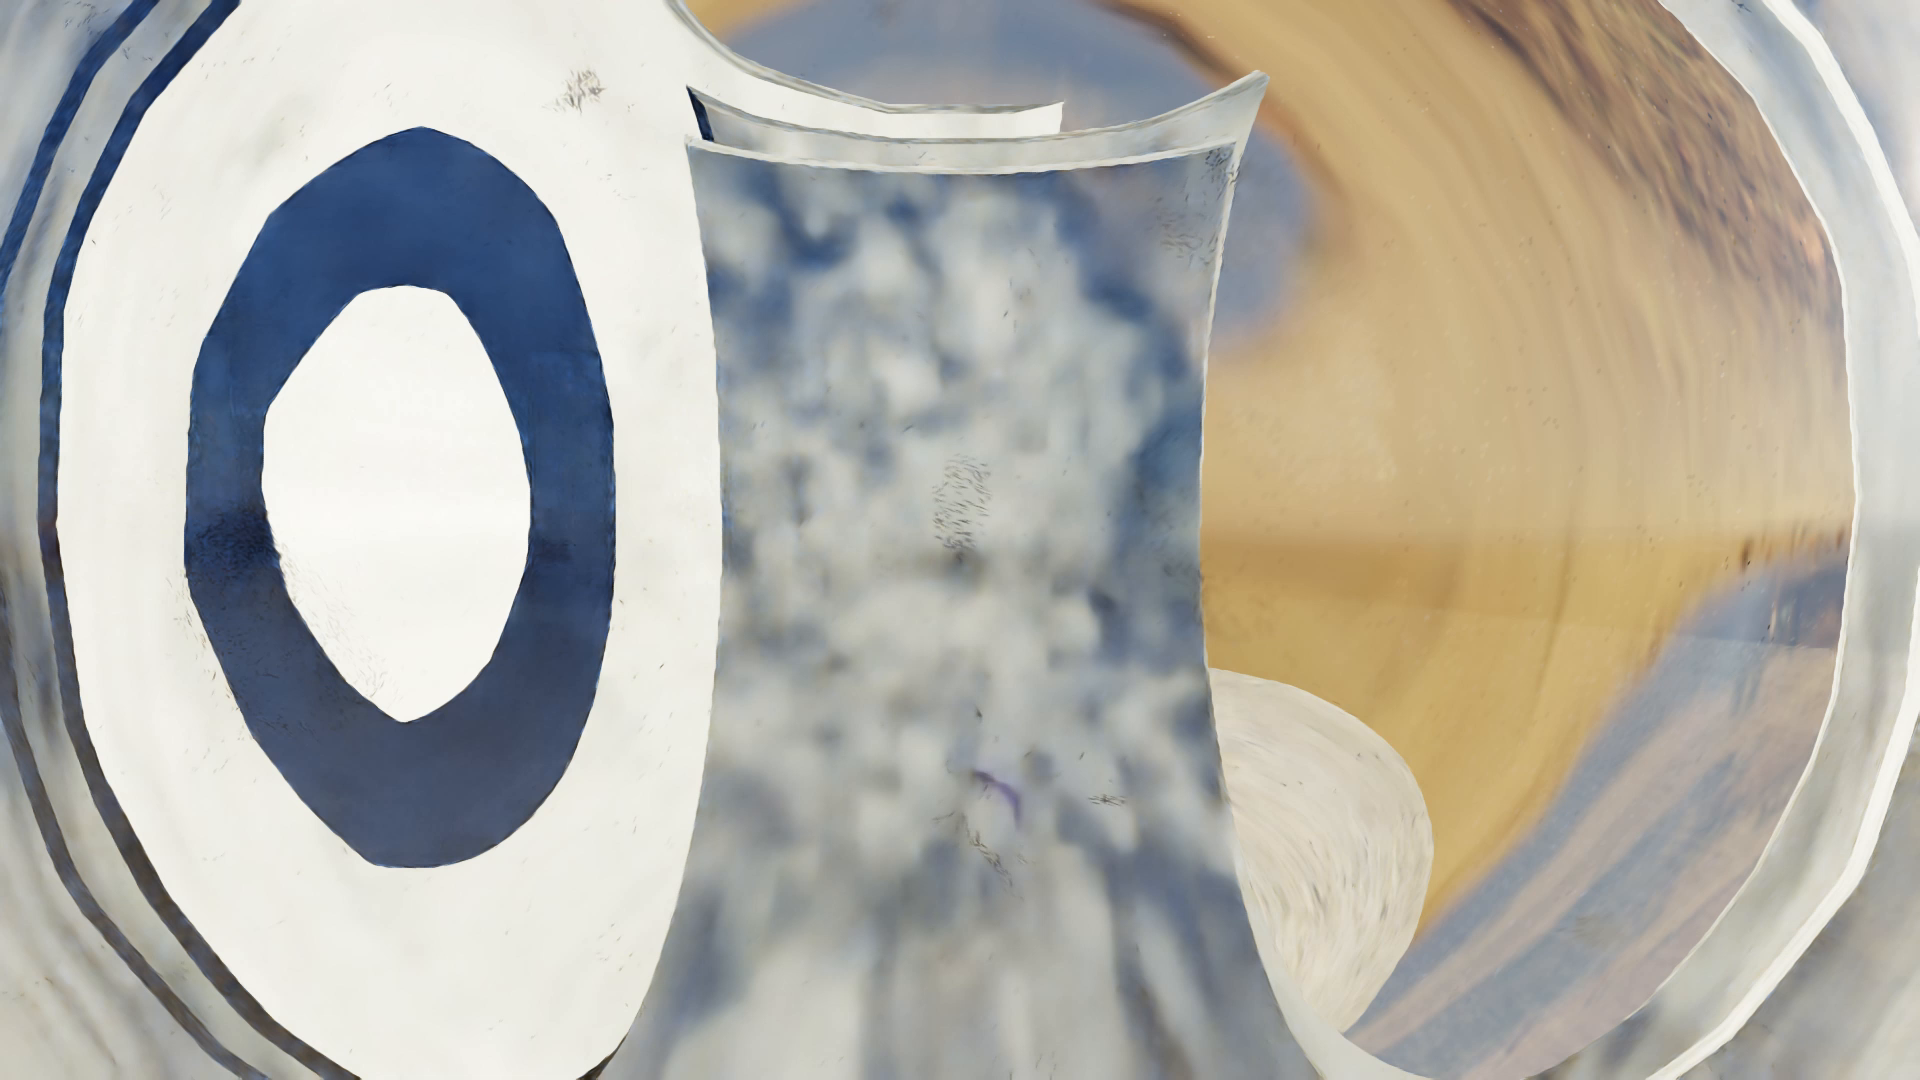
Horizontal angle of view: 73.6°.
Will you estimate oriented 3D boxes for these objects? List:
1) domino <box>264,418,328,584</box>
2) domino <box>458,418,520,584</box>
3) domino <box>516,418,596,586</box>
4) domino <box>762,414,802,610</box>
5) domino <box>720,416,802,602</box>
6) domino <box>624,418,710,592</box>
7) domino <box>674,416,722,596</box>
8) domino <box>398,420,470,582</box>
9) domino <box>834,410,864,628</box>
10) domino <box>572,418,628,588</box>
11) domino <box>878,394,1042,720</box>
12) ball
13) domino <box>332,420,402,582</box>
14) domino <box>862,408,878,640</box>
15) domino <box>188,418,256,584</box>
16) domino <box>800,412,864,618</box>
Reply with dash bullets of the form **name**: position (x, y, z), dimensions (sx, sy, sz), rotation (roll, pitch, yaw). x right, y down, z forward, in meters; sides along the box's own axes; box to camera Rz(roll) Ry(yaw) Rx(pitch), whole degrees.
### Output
- **domino**: position (-0.208, -0.013, 0.403), dimensions (0.010, 0.050, 0.025), rotation (-1, 4, -11)
- **domino**: position (-0.145, -0.013, 0.403), dimensions (0.010, 0.050, 0.025), rotation (1, 4, 11)
- **domino**: position (-0.125, -0.012, 0.398), dimensions (0.010, 0.050, 0.025), rotation (1, 5, 18)
- **domino**: position (-0.039, -0.008, 0.339), dimensions (0.025, 0.050, 0.010), rotation (-3, 6, -39)
- **domino**: position (-0.053, -0.009, 0.355), dimensions (0.009, 0.050, 0.025), rotation (4, 6, 44)
- **domino**: position (-0.086, -0.011, 0.381), dimensions (0.010, 0.050, 0.025), rotation (3, 5, 31)
- **domino**: position (-0.069, -0.010, 0.369), dimensions (0.009, 0.050, 0.025), rotation (3, 5, 38)
- **domino**: position (-0.166, -0.013, 0.406), dimensions (0.009, 0.050, 0.025), rotation (0, 4, 4)
- **domino**: position (-0.016, -0.005, 0.304), dimensions (0.025, 0.050, 0.010), rotation (-2, 5, -26)
- **domino**: position (-0.105, -0.012, 0.390), dimensions (0.010, 0.050, 0.025), rotation (2, 5, 24)
- **domino**: position (0.000, 0.002, 0.201), dimensions (0.025, 0.050, 0.010), rotation (0, 4, 0)
- **ball**: position (0.000, -0.002, 0.056), dimensions (0.080, 0.080, 0.080), rotation (0, 4, 0)
- **domino**: position (-0.187, -0.013, 0.406), dimensions (0.010, 0.050, 0.025), rotation (0, 4, -3)
- **domino**: position (-0.008, -0.004, 0.284), dimensions (0.025, 0.050, 0.009), rotation (-1, 5, -19)
- **domino**: position (-0.229, -0.012, 0.399), dimensions (0.010, 0.050, 0.025), rotation (-1, 4, -13)
- **domino**: position (-0.026, -0.007, 0.322), dimensions (0.025, 0.050, 0.009), rotation (-3, 5, -32)
